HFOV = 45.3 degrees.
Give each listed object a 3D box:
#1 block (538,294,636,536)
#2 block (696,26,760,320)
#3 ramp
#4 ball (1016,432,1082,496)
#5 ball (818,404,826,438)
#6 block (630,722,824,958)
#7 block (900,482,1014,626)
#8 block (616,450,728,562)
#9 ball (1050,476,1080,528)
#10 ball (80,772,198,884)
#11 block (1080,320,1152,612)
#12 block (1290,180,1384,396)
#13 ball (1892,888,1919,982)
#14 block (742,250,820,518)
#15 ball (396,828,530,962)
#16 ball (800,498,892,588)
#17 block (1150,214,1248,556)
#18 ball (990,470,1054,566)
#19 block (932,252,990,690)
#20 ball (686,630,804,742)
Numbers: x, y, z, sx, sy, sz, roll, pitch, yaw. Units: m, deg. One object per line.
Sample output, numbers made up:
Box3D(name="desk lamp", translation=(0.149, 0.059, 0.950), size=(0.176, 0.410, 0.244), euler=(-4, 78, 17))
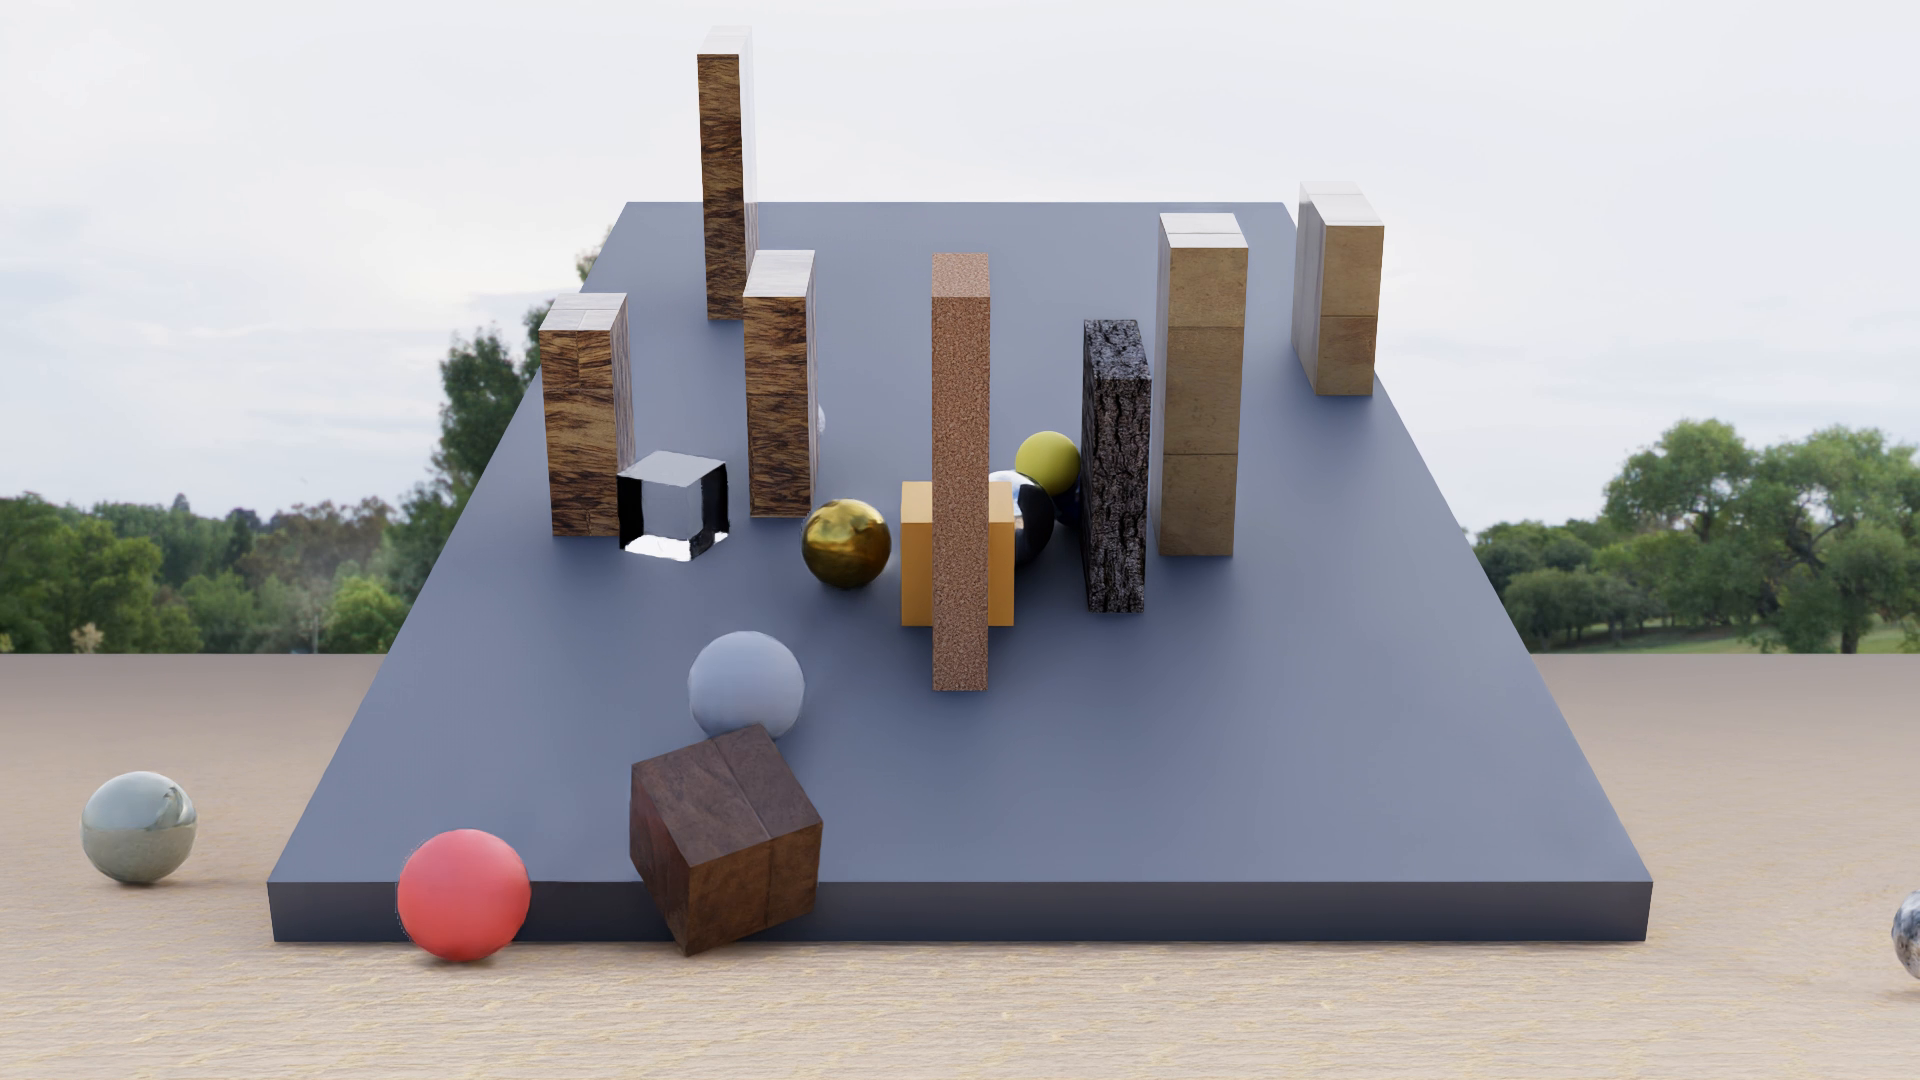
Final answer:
Box3D(name="block", translation=(-0.733, -0.251, 4.567), size=(0.135, 0.422, 0.249), euler=(0, 22, 0))
Box3D(name="block", translation=(-0.593, -0.952, 5.938), size=(0.103, 0.674, 0.403), euler=(0, 22, 0))
Box3D(name="ramp", translation=(-0.007, -0.223, 5.188), size=(2.000, 0.100, 4.000), euler=(0, 22, 0))
Box3D(name="ball", translation=(0.170, -0.147, 4.456), size=(0.128, 0.128, 0.128), euler=(0, -3, 0))
Box3D(name="ball", translation=(-0.352, -0.255, 4.973), size=(0.122, 0.122, 0.122), euler=(0, -3, 0))
Box3D(name="block", translation=(-0.330, 0.417, 3.212), size=(0.197, 0.197, 0.197), euler=(-17, 48, -25))
Box3D(name="block", translation=(-0.005, 0.023, 4.195), size=(0.201, 0.201, 0.201), euler=(0, 22, 0))
Box3D(name="block", translation=(-0.557, -0.067, 4.474), size=(0.154, 0.154, 0.154), euler=(10, 24, 22))
Box3D(name="ball", translation=(0.234, -0.090, 4.561), size=(0.134, 0.134, 0.134), euler=(0, -3, 0))
Box3D(name="ball", translation=(-1.490, 0.522, 4.179), size=(0.203, 0.203, 0.203), euler=(0, -3, 0))
Box3D(name="block", translation=(0.285, -0.142, 4.275), size=(0.099, 0.447, 0.355), euler=(0, 22, 0))
Box3D(name="block", translation=(0.889, -0.602, 5.454), size=(0.132, 0.403, 0.423), euler=(0, 22, 0))
Box3D(name="ball", translation=(1.233, 0.493, 2.864), size=(0.138, 0.138, 0.138), euler=(0, -3, 0))
Box3D(name="block", translation=(-0.361, -0.323, 4.695), size=(0.121, 0.459, 0.339), euler=(0, 22, 0))
Box3D(name="ball", translation=(-0.679, 0.486, 3.153), size=(0.179, 0.179, 0.179), euler=(0, -3, 0))
Box3D(name="ball", translation=(-0.211, 0.006, 4.279), size=(0.169, 0.169, 0.169), euler=(0, -3, 0))
Box3D(name="block", translation=(0.456, -0.301, 4.446), size=(0.142, 0.611, 0.250), euler=(0, 22, 0))
Box3D(name="ball", translation=(0.089, -0.041, 4.377), size=(0.183, 0.183, 0.183), euler=(0, -3, 0))
Box3D(name="block", translation=(0.000, -0.114, 3.887), size=(0.093, 0.690, 0.263), euler=(0, 22, 0))
Box3D(name="ball", translation=(-0.343, 0.239, 3.687), size=(0.188, 0.188, 0.188), euler=(0, -3, 0))
